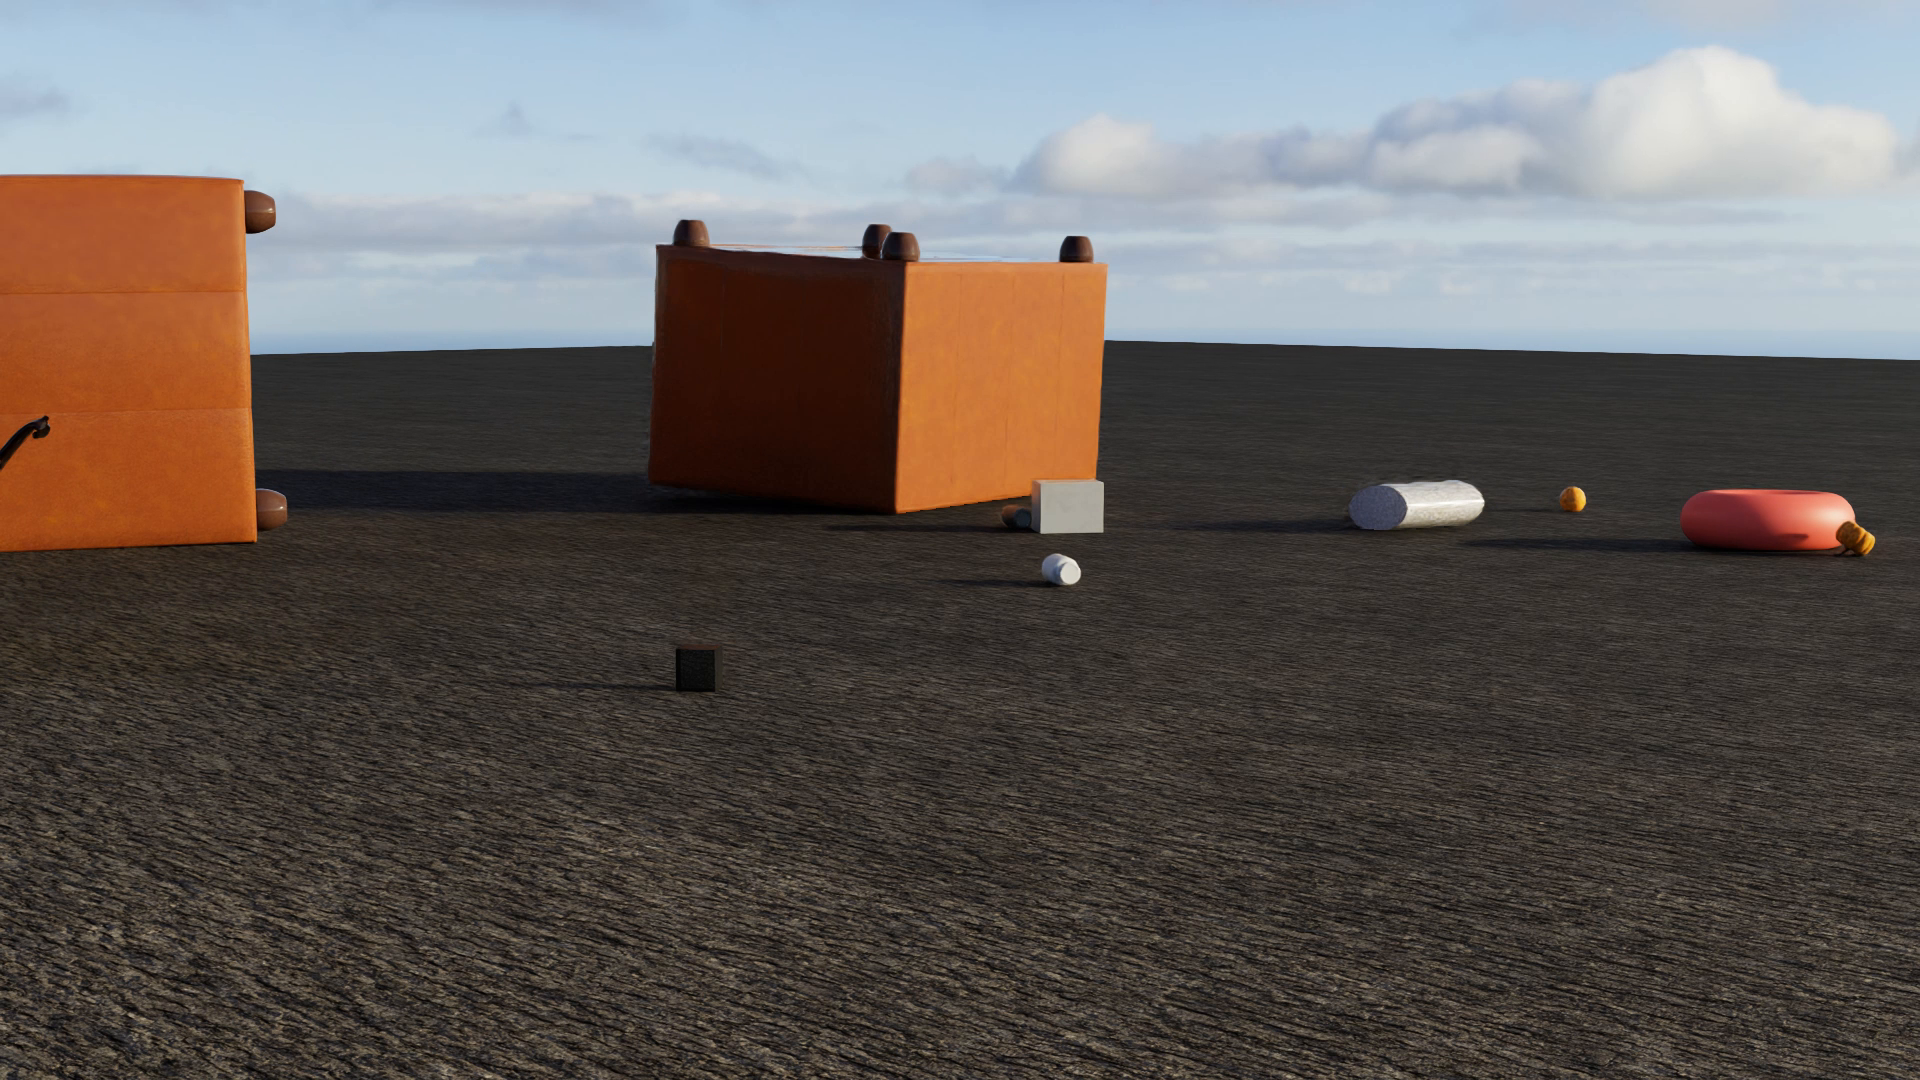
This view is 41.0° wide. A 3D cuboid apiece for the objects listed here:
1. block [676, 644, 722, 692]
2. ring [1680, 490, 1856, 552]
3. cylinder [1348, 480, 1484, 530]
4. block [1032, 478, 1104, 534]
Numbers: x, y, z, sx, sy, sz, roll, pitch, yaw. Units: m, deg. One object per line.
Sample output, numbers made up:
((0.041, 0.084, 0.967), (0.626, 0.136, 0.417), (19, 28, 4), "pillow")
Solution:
((-0.417, 0.204, 4.099), (0.063, 0.068, 0.056), (1, 6, 7), "block")
((1.965, -0.049, 6.242), (0.426, 0.136, 0.300), (0, 5, -6), "ring")
((1.191, -0.090, 6.703), (0.269, 0.119, 0.222), (-4, 2, -33), "cylinder")
((0.277, -0.088, 6.641), (0.165, 0.129, 0.120), (-1, 6, -9), "block")
